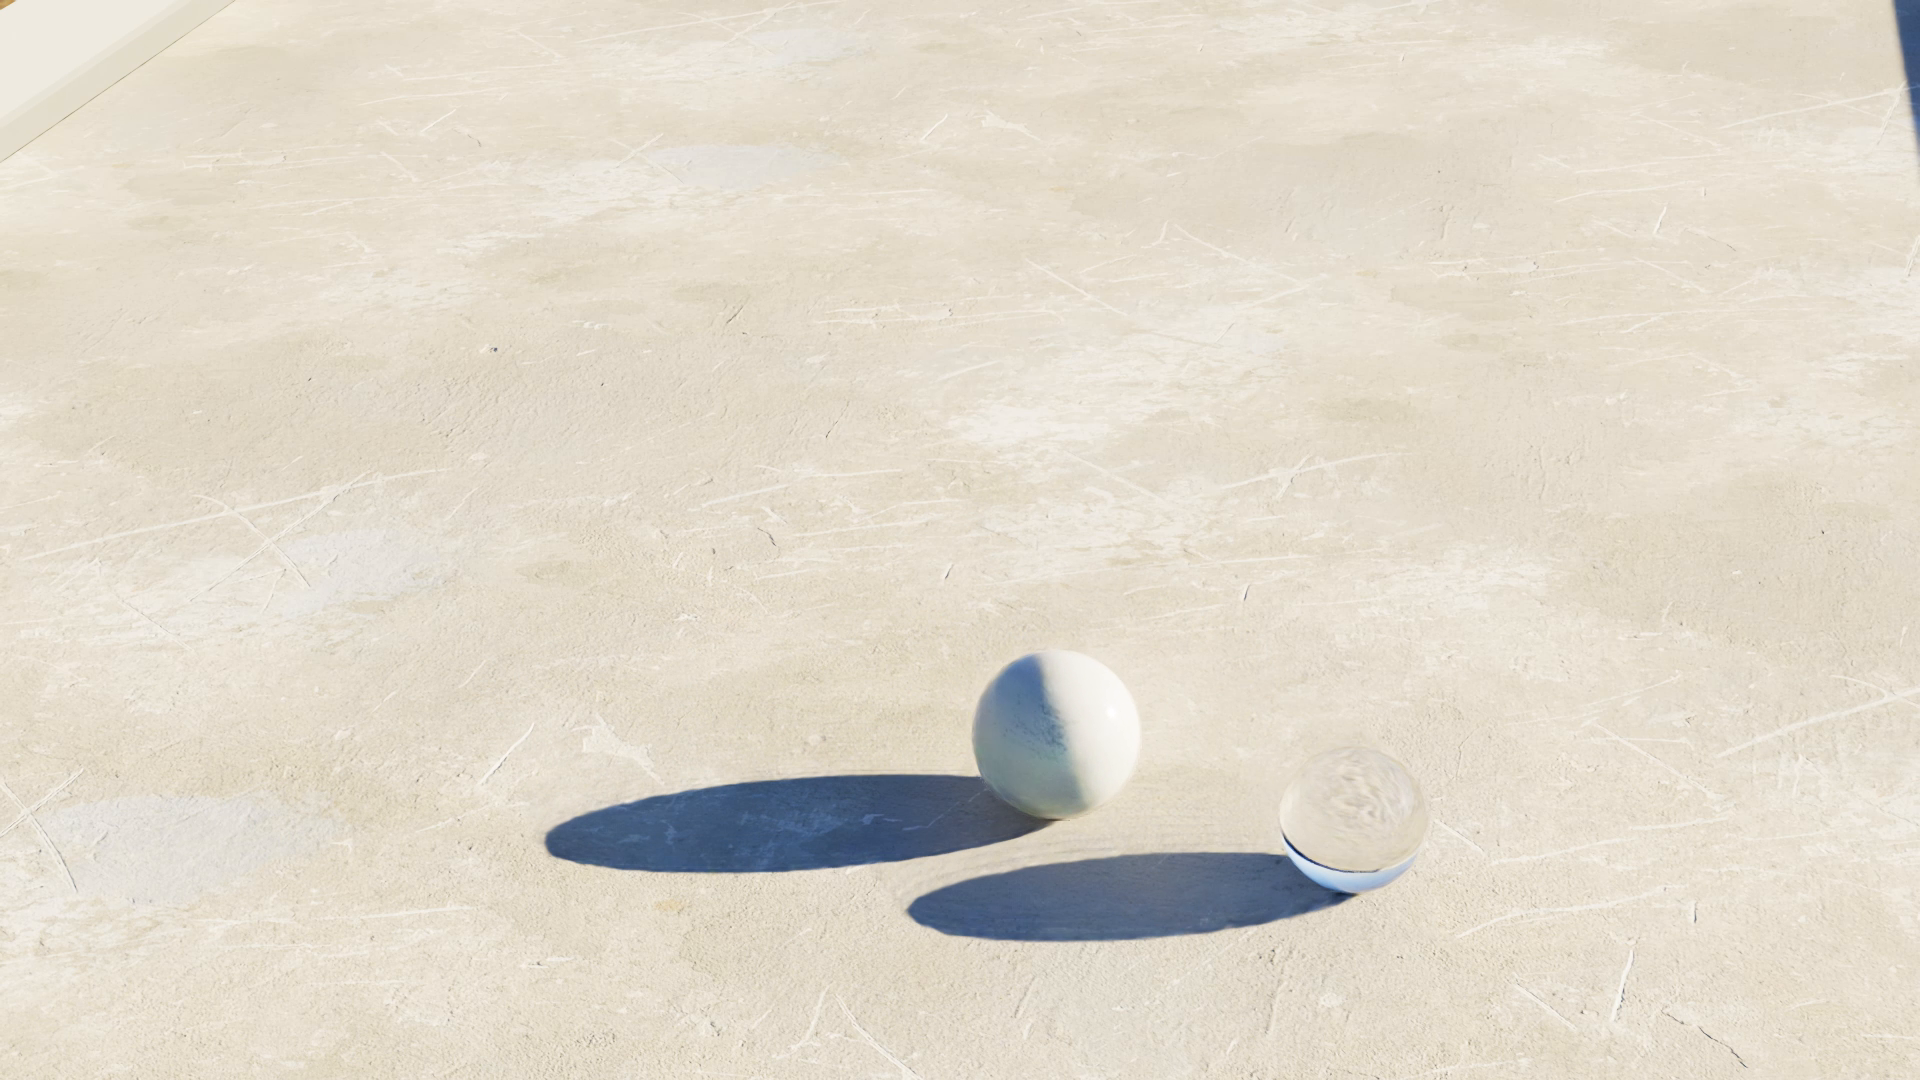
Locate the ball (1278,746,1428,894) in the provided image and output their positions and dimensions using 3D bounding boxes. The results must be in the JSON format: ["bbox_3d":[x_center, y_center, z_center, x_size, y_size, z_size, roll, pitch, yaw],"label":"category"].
[{"bbox_3d":[0.195,0.139,1.463,0.074,0.074,0.074,0,28,0],"label":"ball"}]

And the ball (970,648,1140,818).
[{"bbox_3d":[0.049,0.100,1.520,0.088,0.088,0.088,0,28,0],"label":"ball"}]

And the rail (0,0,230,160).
[{"bbox_3d":[-0.678,-0.510,2.635,0.045,0.114,3.496,6,29,11],"label":"rail"}]
